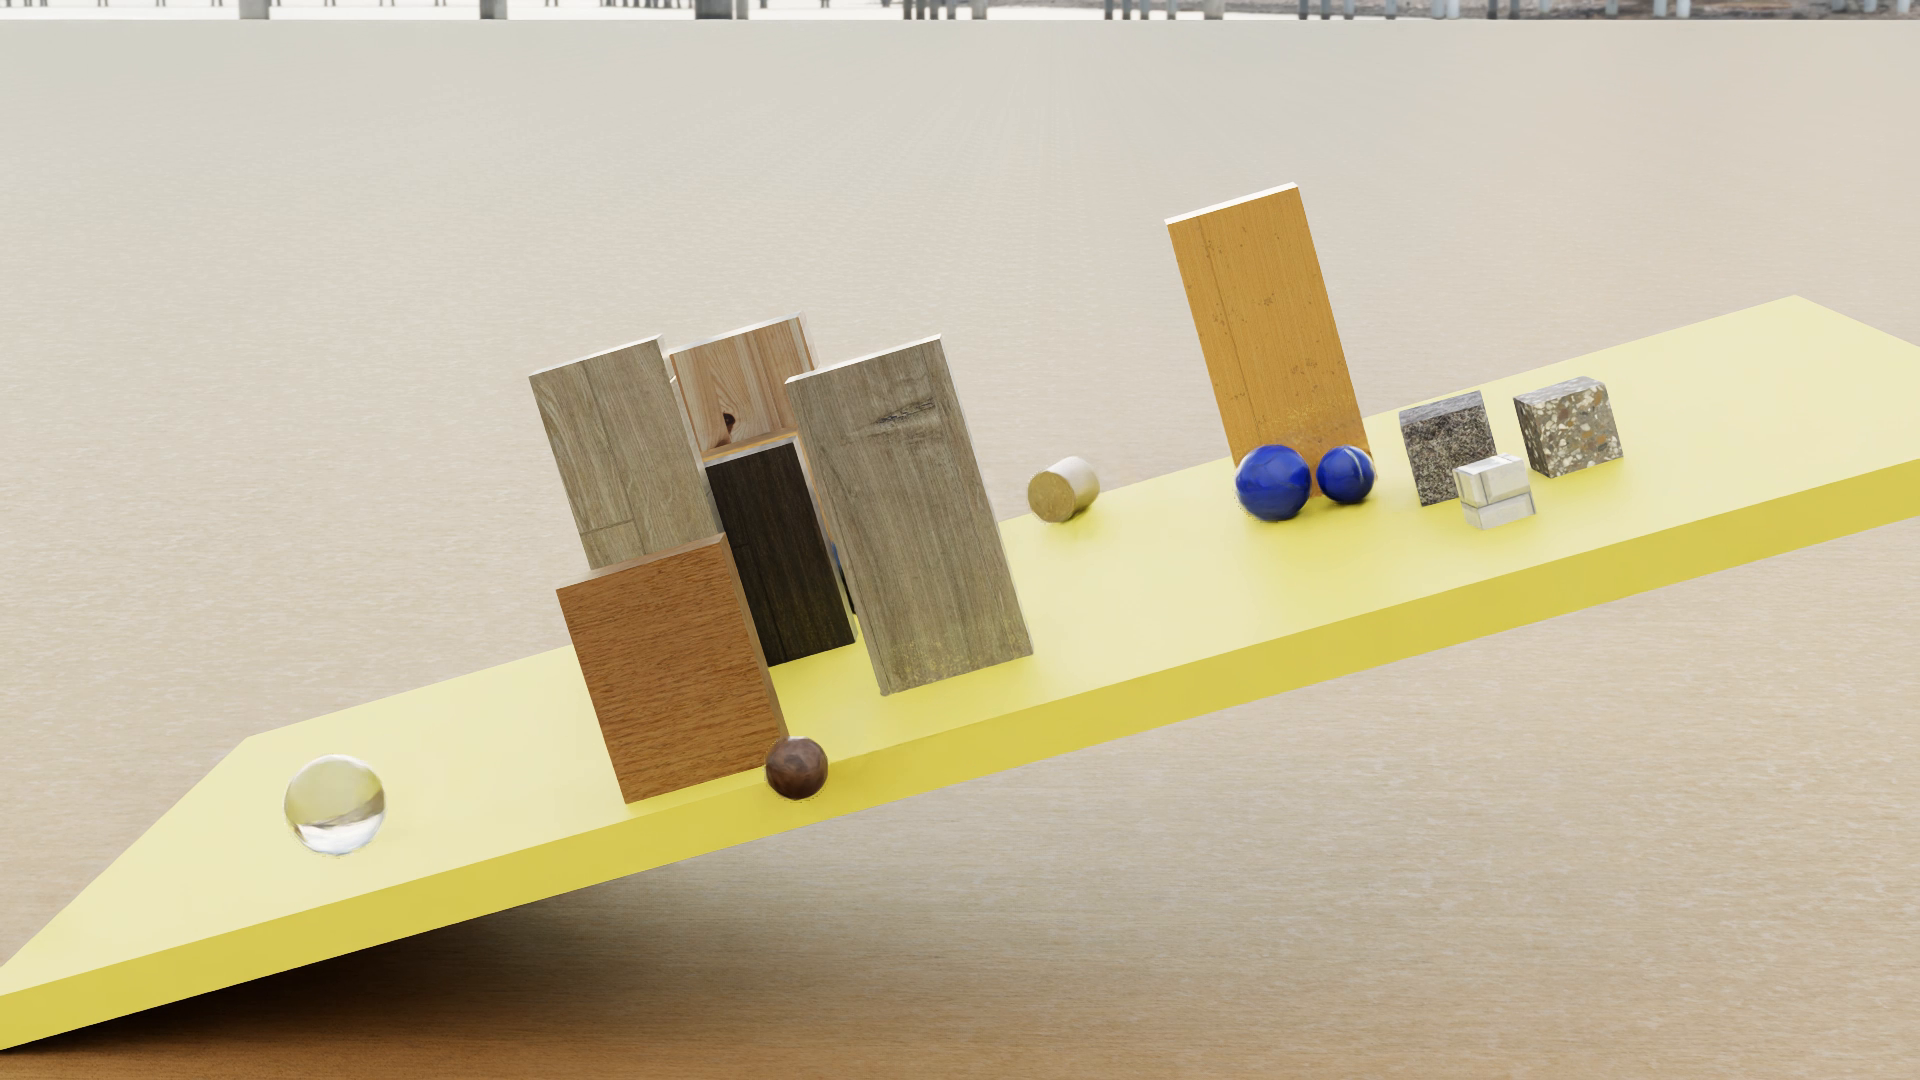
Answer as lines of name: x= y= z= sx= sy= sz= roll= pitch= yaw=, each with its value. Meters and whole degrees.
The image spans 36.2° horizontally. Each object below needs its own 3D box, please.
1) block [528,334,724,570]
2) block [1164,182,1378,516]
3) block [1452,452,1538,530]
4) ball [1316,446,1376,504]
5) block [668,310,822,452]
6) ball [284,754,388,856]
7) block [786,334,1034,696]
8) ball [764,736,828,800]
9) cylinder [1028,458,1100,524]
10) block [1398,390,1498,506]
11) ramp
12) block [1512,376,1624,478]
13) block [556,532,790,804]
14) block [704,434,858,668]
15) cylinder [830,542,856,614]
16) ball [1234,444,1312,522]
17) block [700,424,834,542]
block: x=-0.640 y=-0.017 z=6.110 sx=0.277 sy=0.771 sz=0.090 roll=-16 pitch=10 yaw=5
block: x=0.681 y=-0.418 z=6.443 sx=0.292 sy=0.664 sz=0.136 roll=-16 pitch=10 yaw=5
block: x=1.033 y=-0.094 z=5.686 sx=0.110 sy=0.110 sz=0.110 roll=-18 pitch=10 yaw=-5
ball: x=0.820 y=-0.139 z=6.249 sx=0.125 sy=0.125 sz=0.125 roll=0 pitch=11 yaw=0
block: x=-0.487 y=-0.176 z=7.081 sx=0.419 sy=0.652 sz=0.149 roll=-16 pitch=10 yaw=5
ball: x=-1.227 y=0.521 z=5.785 sx=0.200 sy=0.200 sz=0.200 roll=0 pitch=11 yaw=0
block: x=-0.095 y=-0.047 z=5.734 sx=0.310 sy=0.645 sz=0.081 roll=-16 pitch=10 yaw=5
ball: x=-0.293 y=0.409 z=5.286 sx=0.115 sy=0.115 sz=0.115 roll=0 pitch=11 yaw=0
cylinder: x=0.249 y=-0.121 z=7.081 sx=0.129 sy=0.129 sz=0.129 roll=6 pitch=20 yaw=30
block: x=1.013 y=-0.190 z=6.062 sx=0.174 sy=0.174 sz=0.174 roll=-15 pitch=10 yaw=10
ramp: x=0.091 y=0.187 z=6.320 sx=4.000 sy=0.100 sz=2.000 roll=-16 pitch=10 yaw=5
block: x=1.234 y=-0.230 z=5.976 sx=0.154 sy=0.154 sz=0.154 roll=-17 pitch=10 yaw=-1
block: x=-0.533 y=0.240 z=5.514 sx=0.318 sy=0.428 sz=0.108 roll=-16 pitch=10 yaw=5
block: x=-0.491 y=0.055 z=6.385 sx=0.421 sy=0.457 sz=0.101 roll=-16 pitch=10 yaw=5
cylinder: x=-0.283 y=0.092 z=6.680 sx=0.125 sy=0.125 sz=0.125 roll=-11 pitch=37 yaw=8
ball: x=0.669 y=-0.123 z=6.288 sx=0.166 sy=0.166 sz=0.166 roll=0 pitch=11 yaw=0
block: x=-0.454 y=-0.026 z=6.884 sx=0.290 sy=0.418 sz=0.128 roll=-16 pitch=10 yaw=5
